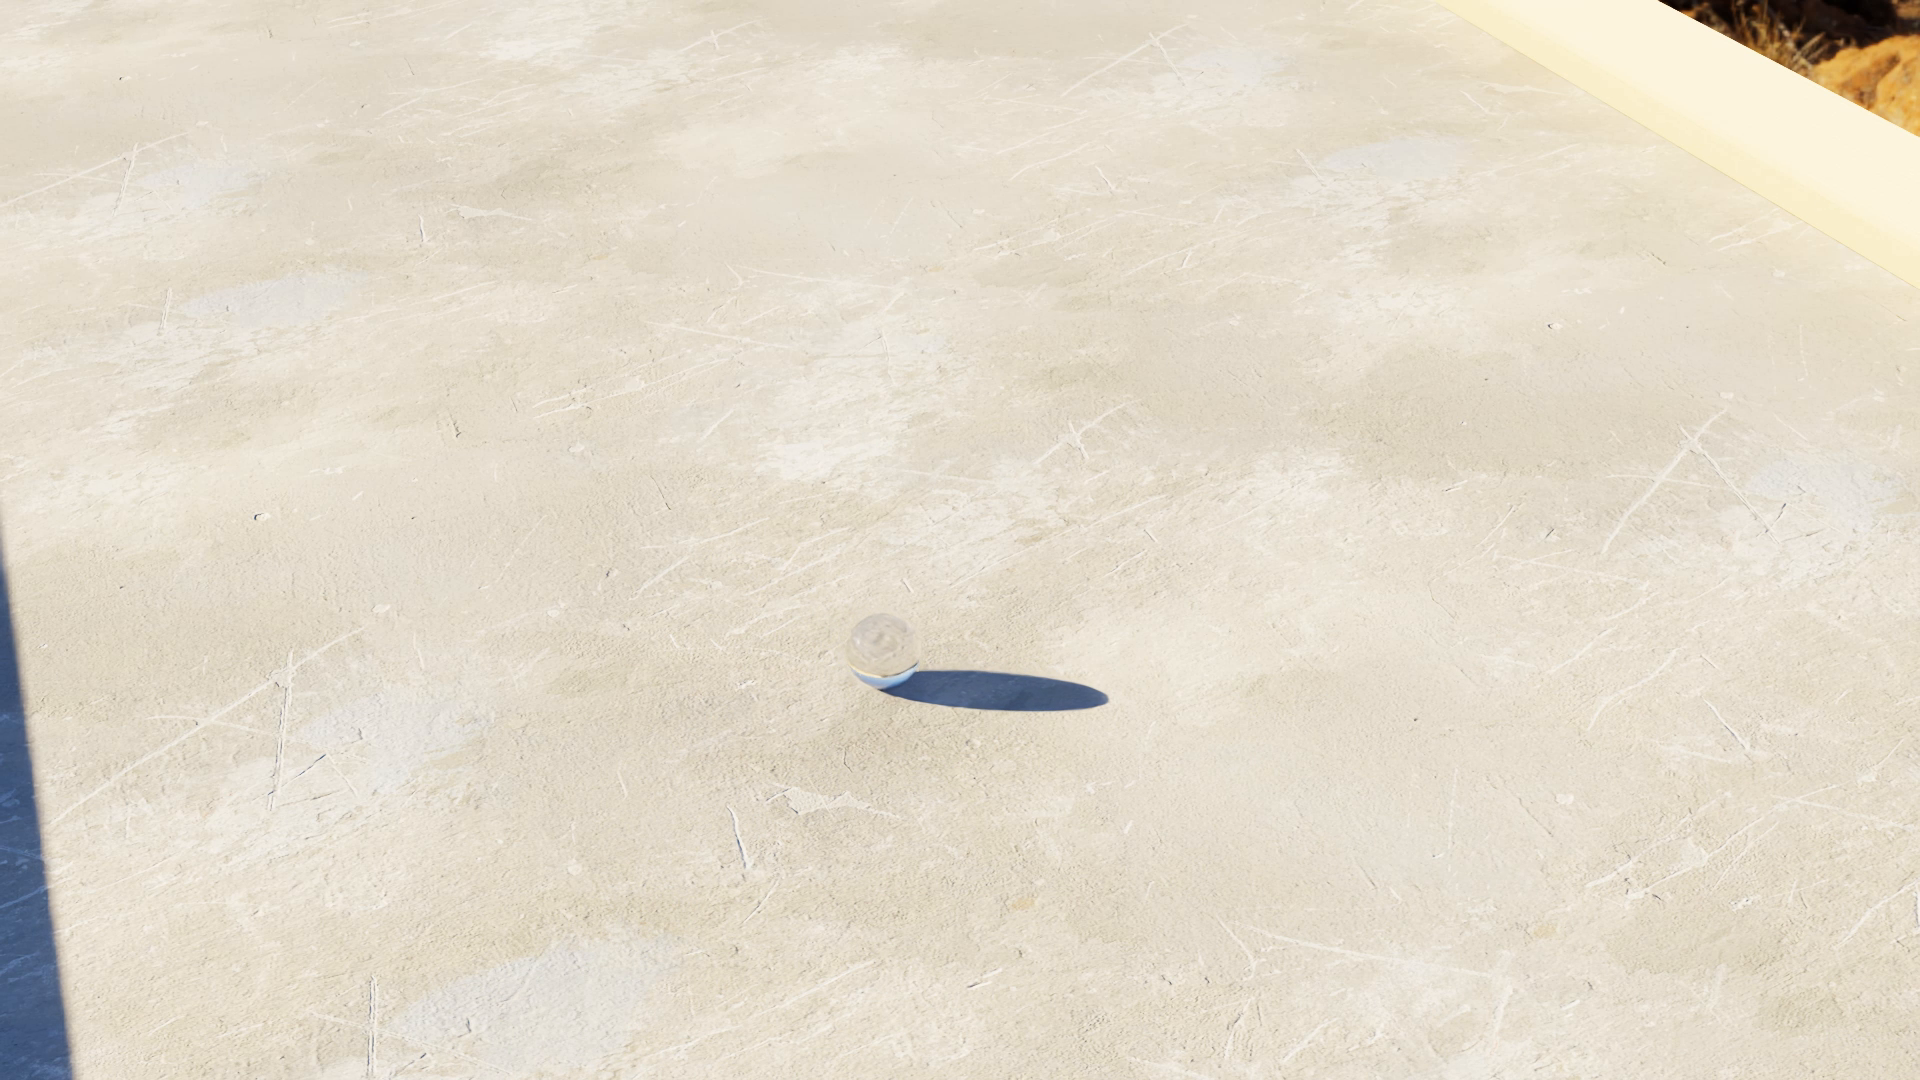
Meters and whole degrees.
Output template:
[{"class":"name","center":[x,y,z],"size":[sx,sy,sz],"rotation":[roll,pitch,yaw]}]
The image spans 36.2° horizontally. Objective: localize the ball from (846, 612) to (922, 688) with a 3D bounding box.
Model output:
[{"class":"ball","center":[-0.047,0.068,1.797],"size":[0.047,0.047,0.047],"rotation":[0,27,0]}]

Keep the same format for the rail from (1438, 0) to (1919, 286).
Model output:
[{"class":"rail","center":[0.540,-0.530,2.879],"size":[0.045,0.117,3.468],"rotation":[-9,29,-17]}]
